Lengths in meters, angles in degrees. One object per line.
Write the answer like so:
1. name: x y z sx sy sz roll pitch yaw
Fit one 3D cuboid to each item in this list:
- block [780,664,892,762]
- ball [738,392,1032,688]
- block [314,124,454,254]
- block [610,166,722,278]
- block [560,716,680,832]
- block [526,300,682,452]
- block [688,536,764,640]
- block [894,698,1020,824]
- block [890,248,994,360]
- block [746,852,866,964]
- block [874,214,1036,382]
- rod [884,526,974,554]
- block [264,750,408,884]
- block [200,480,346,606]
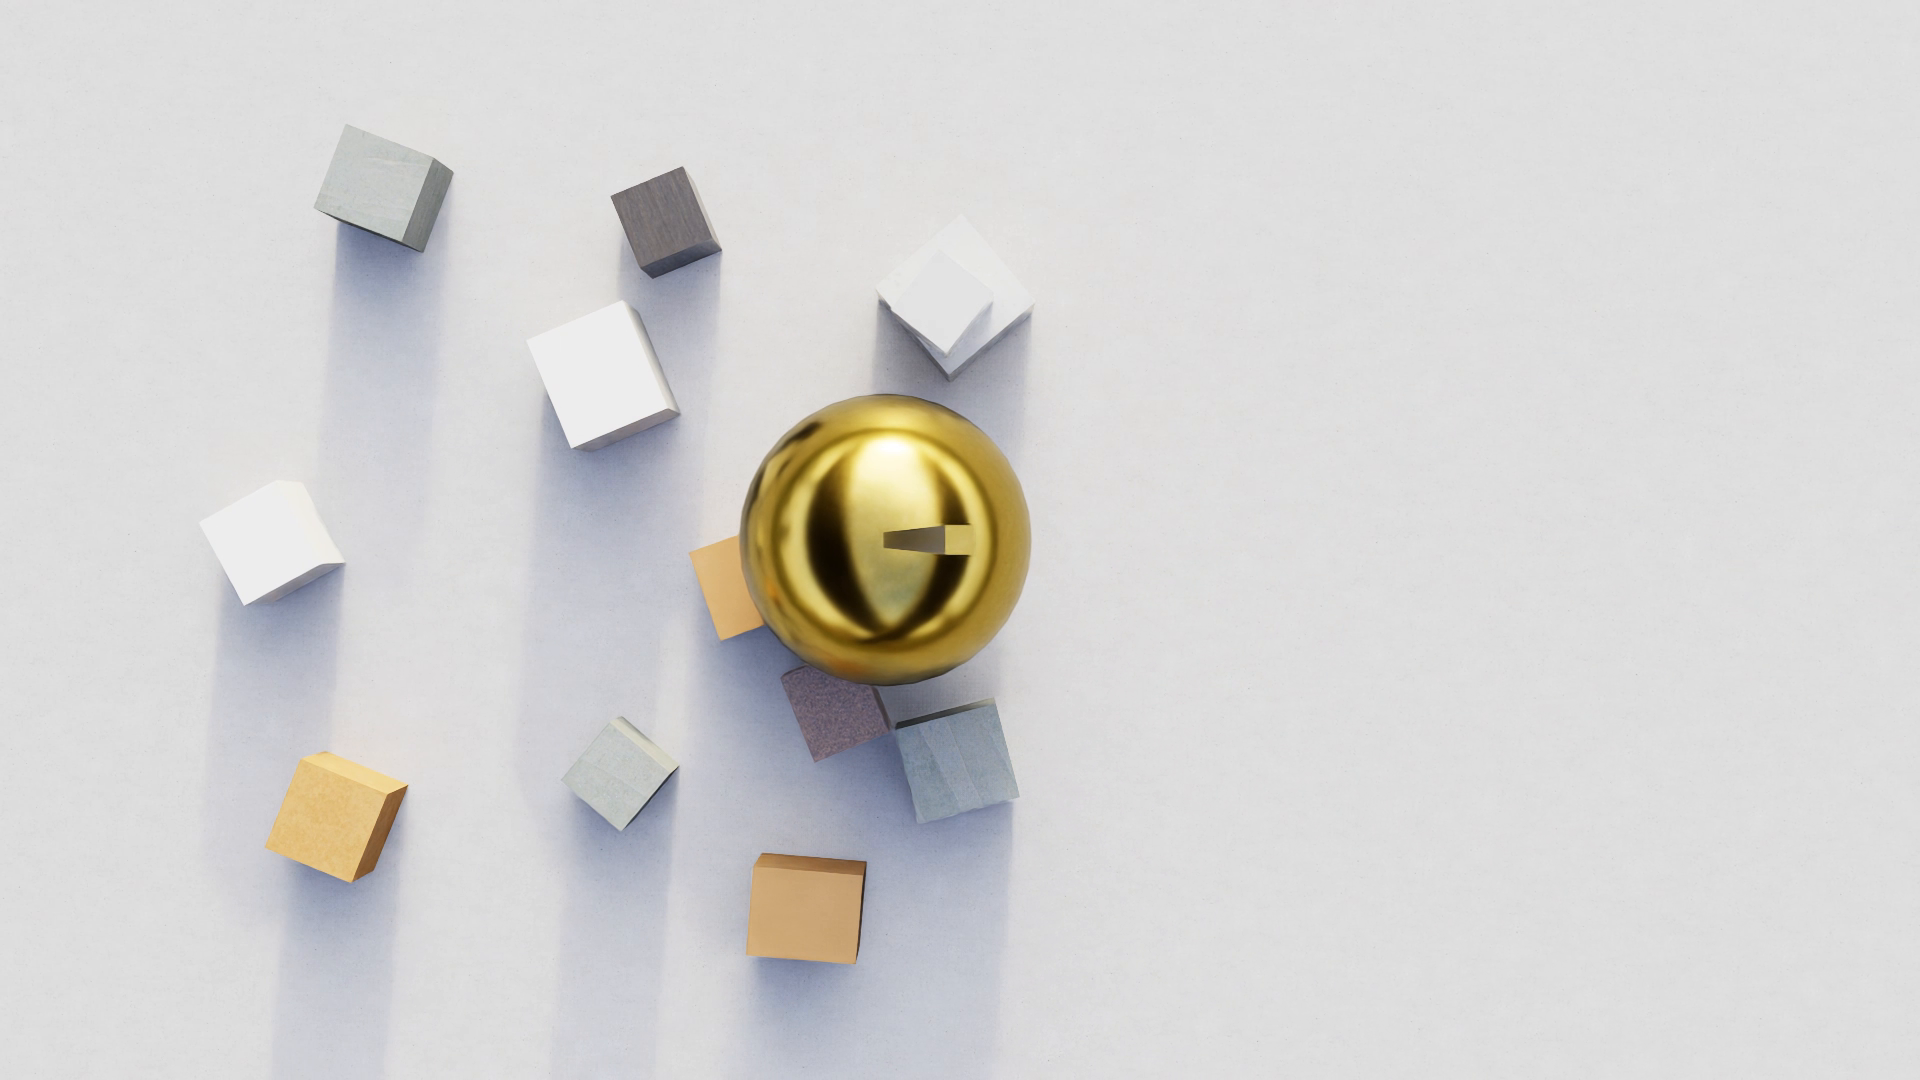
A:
1. block: -0.713 0.936 12.735 0.457 0.530 0.522 -22 90 0
2. ball: -0.403 0.000 11.988 1.600 1.600 1.600 0 90 0
3. block: -3.332 -2.031 12.746 0.535 0.509 0.513 21 90 0
4. block: -1.694 -1.832 12.735 0.447 0.530 0.442 -22 90 0
5. block: -1.967 1.351 12.774 0.454 0.452 0.436 40 90 0
6. block: -2.044 -0.934 12.690 0.588 0.621 0.658 -23 90 0
7. block: -1.219 0.238 12.762 0.504 0.476 0.535 -20 90 0
8. block: -0.016 1.270 12.741 0.594 0.519 0.549 -15 90 0
9. block: -0.095 -1.299 12.163 0.385 0.446 0.420 38 90 0
10. block: -0.881 2.125 12.725 0.623 0.549 0.505 5 90 0
11. block: -0.027 -1.385 12.693 0.643 0.614 0.650 -40 90 0
12. rod: -0.175 0.000 8.596 0.080 5.200 0.080 0 90 -4
13. block: -3.609 1.599 12.757 0.533 0.487 0.547 22 90 0
14. block: -3.980 0.016 12.754 0.502 0.493 0.540 -29 90 0
